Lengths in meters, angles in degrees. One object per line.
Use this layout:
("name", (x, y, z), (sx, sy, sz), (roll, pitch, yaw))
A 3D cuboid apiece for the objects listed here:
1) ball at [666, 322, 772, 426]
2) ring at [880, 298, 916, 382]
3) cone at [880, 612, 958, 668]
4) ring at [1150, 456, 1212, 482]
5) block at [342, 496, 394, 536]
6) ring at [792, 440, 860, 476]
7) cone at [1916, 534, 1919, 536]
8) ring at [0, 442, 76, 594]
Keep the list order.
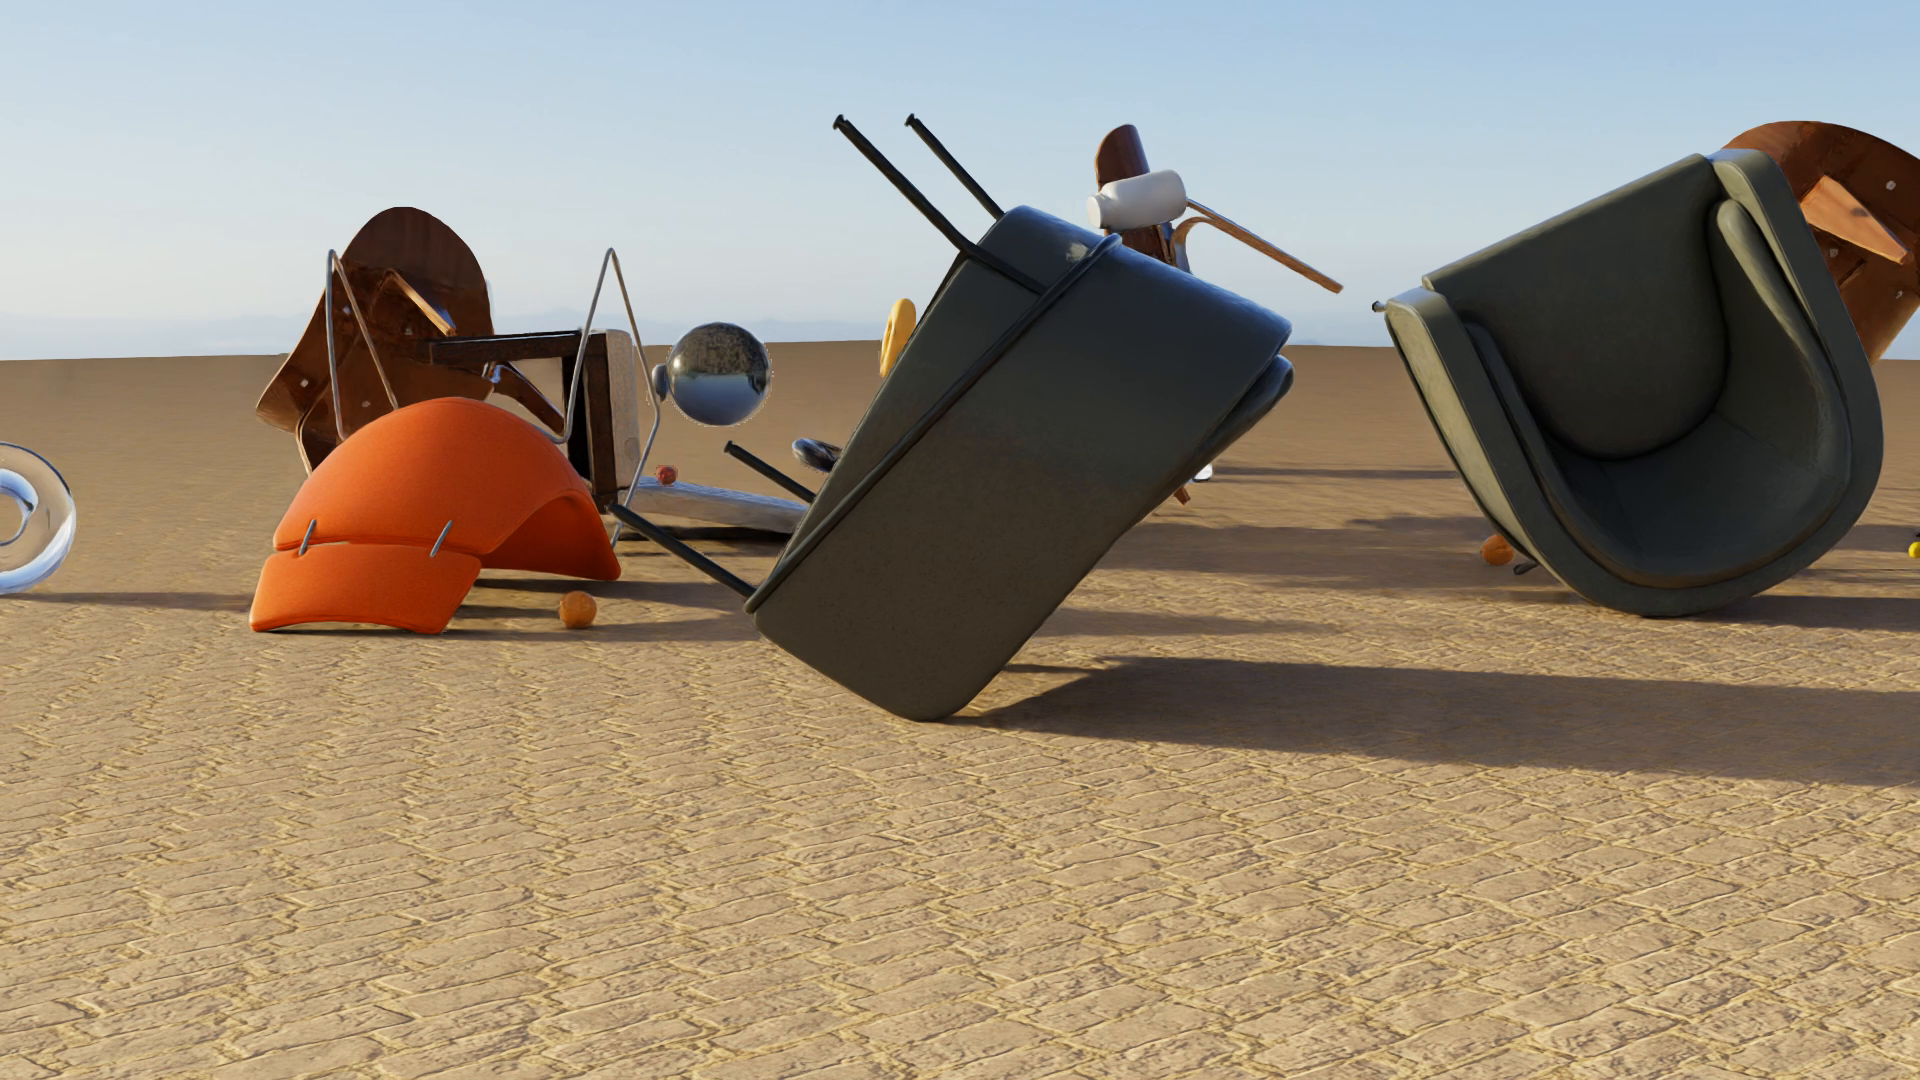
("ball", (-0.546, -0.376, 5.807), (0.236, 0.236, 0.236), (0, 6, 0))
("ring", (-0.150, -0.484, 6.226), (0.057, 0.213, 0.095), (8, 16, -16))
("cone", (-0.096, 0.190, 4.353), (0.150, 0.088, 0.126), (-13, 15, 48))
("ring", (0.712, -0.228, 8.279), (0.239, 0.069, 0.146), (9, 11, 44))
("block", (-1.487, -0.060, 6.442), (0.055, 0.081, 0.125), (0, -11, 25))
("ring", (-0.441, -0.272, 8.468), (0.234, 0.063, 0.305), (15, 10, -20))
("cone", (2.440, -0.017, 6.482), (0.065, 0.036, 0.050), (-24, -44, 31))
("ring", (-2.012, -0.046, 5.346), (0.324, 0.328, 0.084), (-15, -4, -27))
